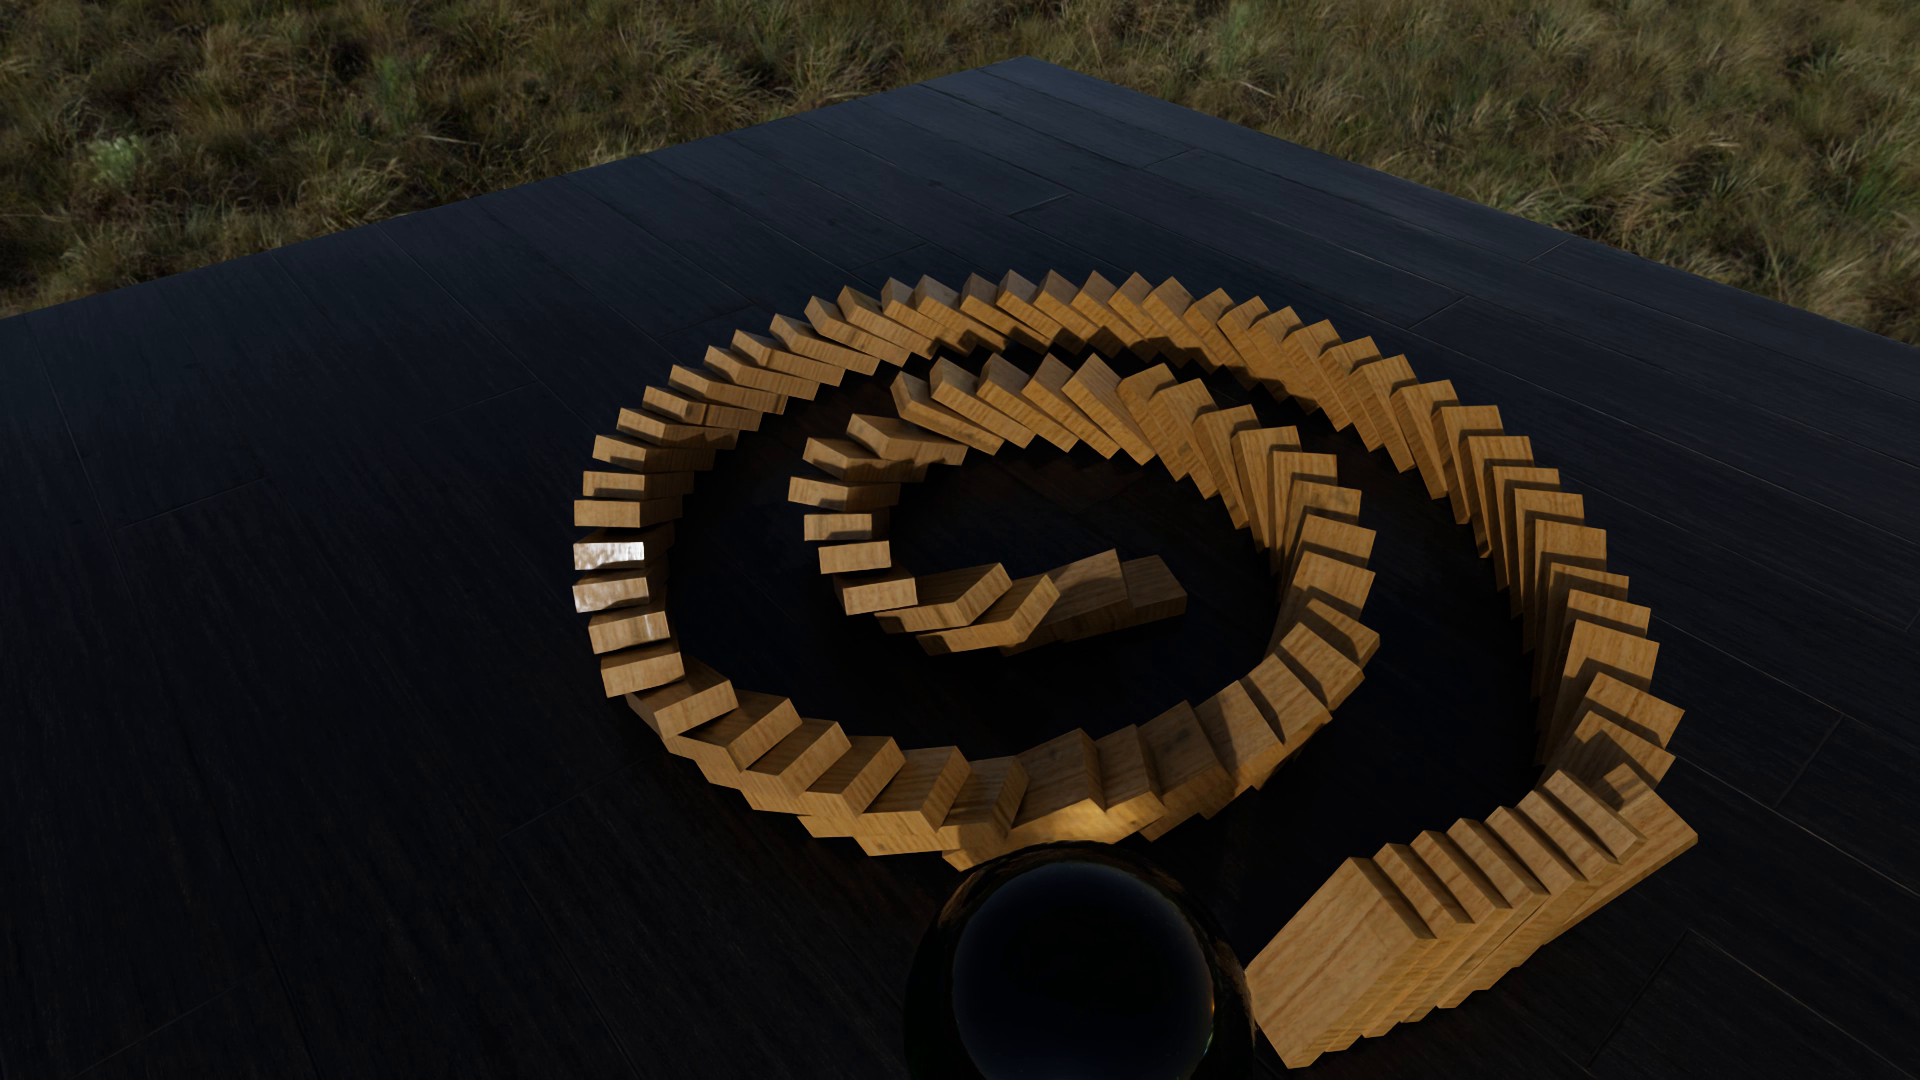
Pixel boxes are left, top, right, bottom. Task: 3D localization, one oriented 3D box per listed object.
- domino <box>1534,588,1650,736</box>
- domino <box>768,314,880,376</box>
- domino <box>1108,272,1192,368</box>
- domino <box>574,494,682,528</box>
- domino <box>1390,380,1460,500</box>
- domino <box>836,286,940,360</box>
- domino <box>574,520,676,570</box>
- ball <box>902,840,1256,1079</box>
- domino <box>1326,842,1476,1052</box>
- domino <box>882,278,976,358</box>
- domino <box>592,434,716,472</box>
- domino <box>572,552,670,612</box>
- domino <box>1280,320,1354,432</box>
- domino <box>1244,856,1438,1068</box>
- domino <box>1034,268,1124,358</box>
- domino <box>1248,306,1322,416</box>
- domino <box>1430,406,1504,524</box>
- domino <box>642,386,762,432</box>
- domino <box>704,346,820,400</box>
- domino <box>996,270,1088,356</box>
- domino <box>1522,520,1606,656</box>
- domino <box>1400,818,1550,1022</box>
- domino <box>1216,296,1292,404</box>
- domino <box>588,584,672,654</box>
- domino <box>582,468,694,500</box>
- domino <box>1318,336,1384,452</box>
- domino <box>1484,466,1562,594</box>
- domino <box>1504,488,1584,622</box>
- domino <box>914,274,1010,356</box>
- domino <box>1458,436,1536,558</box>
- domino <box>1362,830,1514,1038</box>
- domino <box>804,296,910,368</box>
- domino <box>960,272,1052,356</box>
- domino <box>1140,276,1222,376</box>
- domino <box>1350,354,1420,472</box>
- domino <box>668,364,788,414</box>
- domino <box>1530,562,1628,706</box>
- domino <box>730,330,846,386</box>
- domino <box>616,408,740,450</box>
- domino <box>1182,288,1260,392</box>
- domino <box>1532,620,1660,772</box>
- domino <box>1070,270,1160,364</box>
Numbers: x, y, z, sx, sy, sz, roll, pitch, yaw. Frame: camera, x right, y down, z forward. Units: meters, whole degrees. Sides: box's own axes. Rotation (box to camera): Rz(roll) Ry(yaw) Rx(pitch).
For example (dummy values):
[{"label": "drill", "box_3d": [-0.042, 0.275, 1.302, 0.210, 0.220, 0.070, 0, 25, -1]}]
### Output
[{"label": "domino", "box_3d": [0.212, 0.044, 0.368, 0.025, 0.009, 0.050, 15, 76, 15]}, {"label": "domino", "box_3d": [-0.066, -0.096, 0.541, 0.050, 0.009, 0.025, 10, 26, -43]}, {"label": "domino", "box_3d": [0.101, -0.112, 0.560, 0.050, 0.010, 0.025, 42, 46, -2]}, {"label": "domino", "box_3d": [-0.131, -0.012, 0.437, 0.025, 0.009, 0.050, 2, 6, 4]}, {"label": "domino", "box_3d": [0.209, -0.044, 0.478, 0.025, 0.010, 0.050, -11, 71, -13]}, {"label": "domino", "box_3d": [-0.036, -0.110, 0.556, 0.050, 0.010, 0.025, 20, 26, -31]}, {"label": "domino", "box_3d": [-0.128, 0.001, 0.424, 0.025, 0.009, 0.050, -1, 10, -2]}, {"label": "ball", "box_3d": [0.027, 0.110, 0.253, 0.080, 0.080, 0.080, 0, 39, 0]}, {"label": "domino", "box_3d": [0.105, 0.106, 0.285, 0.010, 0.050, 0.025, 17, 26, -38]}, {"label": "domino", "box_3d": [-0.016, -0.114, 0.562, 0.050, 0.010, 0.025, 24, 32, -24]}, {"label": "domino", "box_3d": [-0.129, -0.037, 0.469, 0.025, 0.009, 0.050, 16, 10, 19]}, {"label": "domino", "box_3d": [-0.124, 0.015, 0.406, 0.025, 0.010, 0.050, -7, 10, -5]}, {"label": "domino", "box_3d": [0.175, -0.078, 0.517, 0.025, 0.009, 0.050, -23, 78, -29]}, {"label": "domino", "box_3d": [0.095, 0.108, 0.282, 0.009, 0.050, 0.025, 17, 26, -38]}, {"label": "domino", "box_3d": [0.062, -0.116, 0.565, 0.050, 0.010, 0.025, 32, 39, -11]}, {"label": "domino", "box_3d": [0.162, -0.086, 0.527, 0.025, 0.010, 0.050, -28, 81, -32]}, {"label": "domino", "box_3d": [0.218, -0.032, 0.464, 0.025, 0.009, 0.050, -2, 69, -5]}, {"label": "domino", "box_3d": [-0.115, -0.059, 0.494, 0.025, 0.010, 0.050, 22, 11, 27]}, {"label": "domino", "box_3d": [-0.093, -0.079, 0.519, 0.025, 0.010, 0.050, 33, 17, 34]}, {"label": "domino", "box_3d": [0.043, -0.117, 0.566, 0.050, 0.009, 0.025, 30, 36, -15]}, {"label": "domino", "box_3d": [0.220, 0.019, 0.401, 0.025, 0.009, 0.050, 9, 70, 6]}, {"label": "domino", "box_3d": [0.127, 0.101, 0.291, 0.009, 0.050, 0.025, 17, 26, -38]}, {"label": "domino", "box_3d": [0.150, -0.093, 0.536, 0.025, 0.010, 0.050, -31, 82, -33]}, {"label": "domino", "box_3d": [-0.116, 0.027, 0.390, 0.025, 0.010, 0.050, -12, 11, -12]}, {"label": "domino", "box_3d": [-0.131, -0.023, 0.451, 0.025, 0.009, 0.050, 4, 6, 8]}, {"label": "domino", "box_3d": [0.188, -0.067, 0.505, 0.025, 0.010, 0.050, -19, 76, -21]}, {"label": "domino", "box_3d": [0.222, -0.004, 0.430, 0.025, 0.009, 0.050, 3, 68, 3]}, {"label": "domino", "box_3d": [0.222, 0.006, 0.416, 0.025, 0.010, 0.050, 6, 69, 5]}, {"label": "domino", "box_3d": [0.001, -0.115, 0.563, 0.050, 0.010, 0.025, 25, 32, -22]}, {"label": "domino", "box_3d": [0.221, -0.018, 0.447, 0.025, 0.009, 0.050, 0, 68, 0]}, {"label": "domino", "box_3d": [0.116, 0.103, 0.288, 0.010, 0.050, 0.025, 17, 26, -38]}, {"label": "domino", "box_3d": [-0.051, -0.104, 0.549, 0.050, 0.010, 0.025, 17, 26, -37]}, {"label": "domino", "box_3d": [0.025, -0.117, 0.567, 0.050, 0.010, 0.025, 26, 37, -15]}, {"label": "domino", "box_3d": [0.117, -0.108, 0.555, 0.050, 0.010, 0.025, 46, 46, 2]}, {"label": "domino", "box_3d": [0.198, -0.057, 0.493, 0.025, 0.009, 0.050, -17, 75, -19]}, {"label": "domino", "box_3d": [-0.106, -0.069, 0.507, 0.025, 0.010, 0.050, 26, 13, 32]}, {"label": "domino", "box_3d": [0.216, 0.035, 0.383, 0.025, 0.009, 0.050, 12, 70, 14]}, {"label": "domino", "box_3d": [-0.082, -0.087, 0.529, 0.050, 0.010, 0.025, 7, 22, -48]}, {"label": "domino", "box_3d": [-0.123, -0.049, 0.483, 0.025, 0.009, 0.050, 21, 11, 23]}, {"label": "domino", "box_3d": [0.136, -0.100, 0.546, 0.025, 0.010, 0.050, -34, 82, -34]}, {"label": "domino", "box_3d": [0.206, 0.054, 0.356, 0.025, 0.010, 0.050, 18, 76, 15]}, {"label": "domino", "box_3d": [0.082, -0.115, 0.564, 0.050, 0.010, 0.025, 37, 43, -6]}]
